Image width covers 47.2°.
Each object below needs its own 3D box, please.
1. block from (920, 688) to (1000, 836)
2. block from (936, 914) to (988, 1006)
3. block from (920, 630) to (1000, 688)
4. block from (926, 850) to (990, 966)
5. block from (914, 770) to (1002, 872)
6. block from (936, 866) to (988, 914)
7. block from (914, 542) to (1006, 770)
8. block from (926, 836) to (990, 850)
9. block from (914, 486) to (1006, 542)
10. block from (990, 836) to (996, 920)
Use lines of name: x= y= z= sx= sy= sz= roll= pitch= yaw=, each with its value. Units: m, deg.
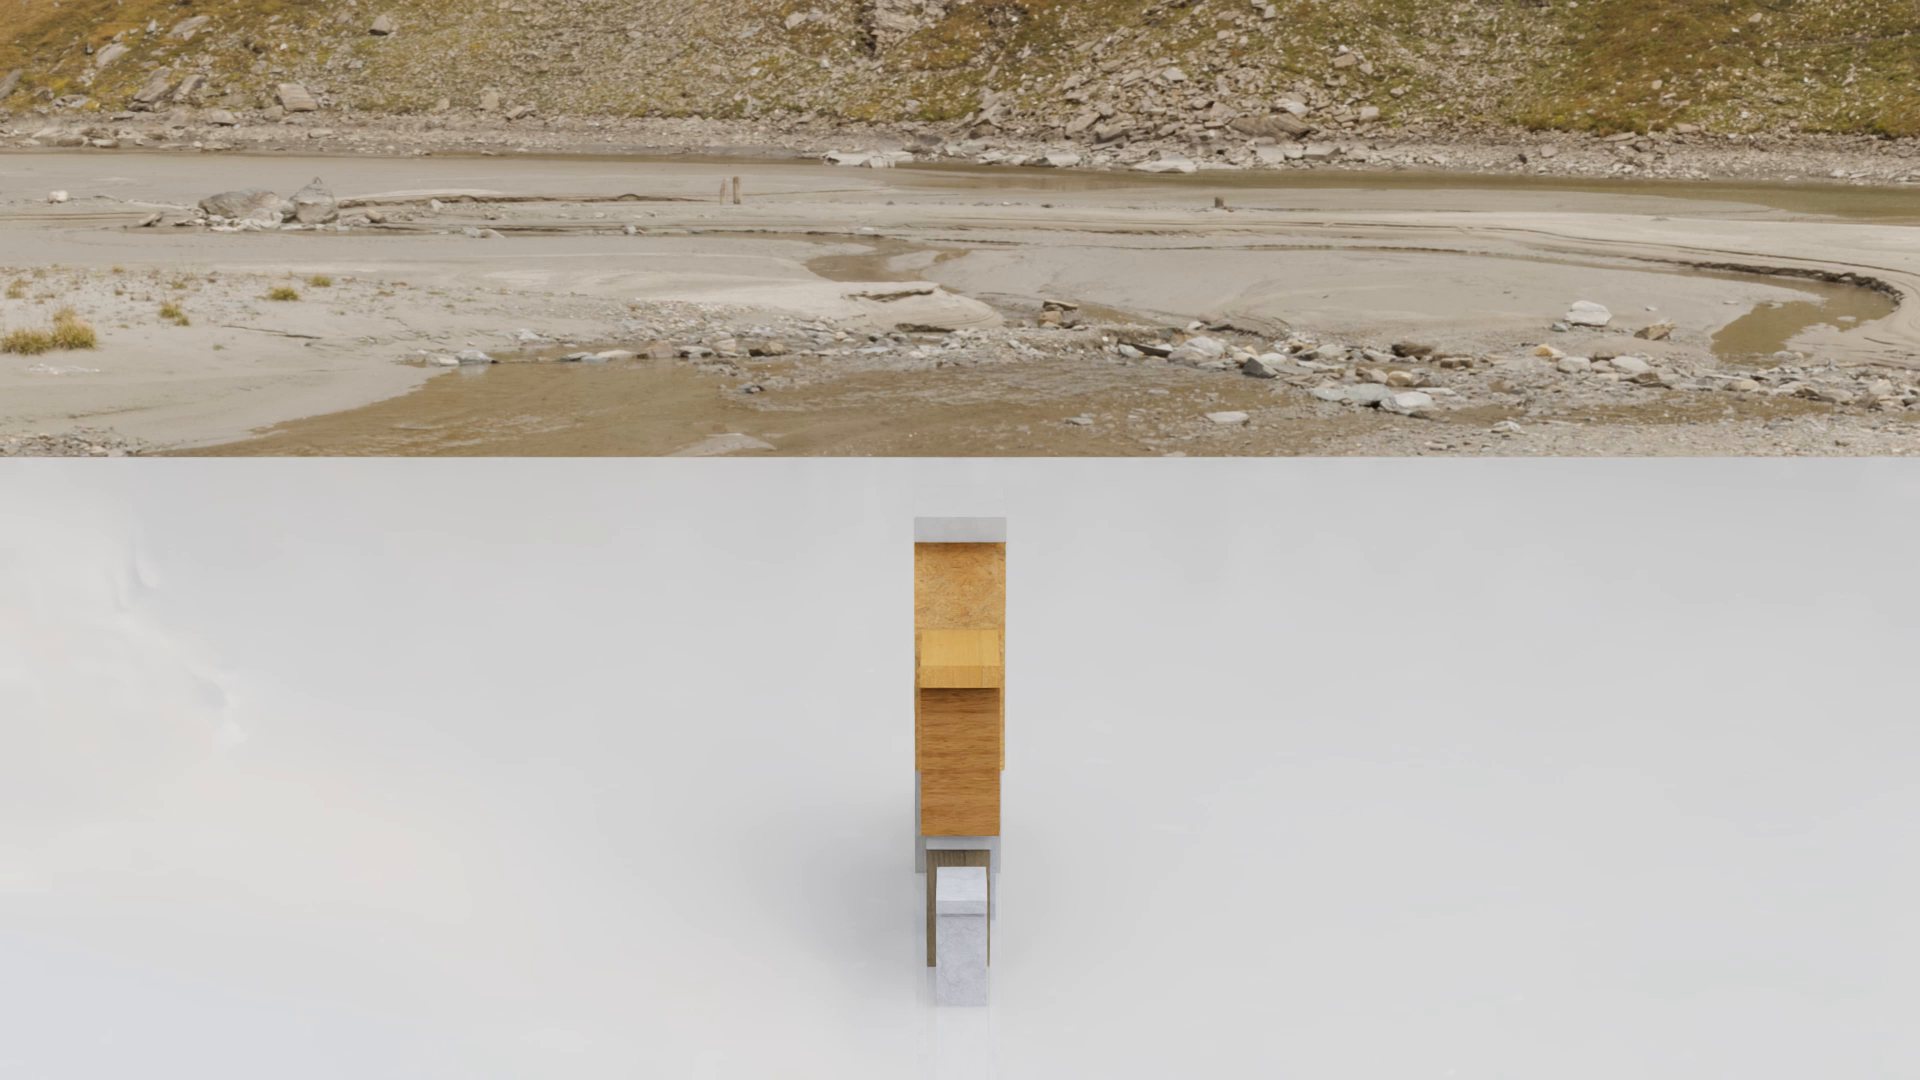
block: x=0.000 y=0.323 z=3.265 sx=0.117 sy=0.233 sz=0.033 roll=0 pitch=11 yaw=0
block: x=0.002 y=0.604 z=3.192 sx=0.073 sy=0.147 sz=0.021 roll=0 pitch=11 yaw=0
block: x=0.000 y=0.178 z=3.317 sx=0.117 sy=0.033 sz=0.233 roll=0 pitch=11 yaw=0
block: x=-0.003 y=0.552 z=3.344 sx=0.096 sy=0.193 sz=0.027 roll=0 pitch=11 yaw=0
block: x=-0.003 y=0.422 z=3.765 sx=0.148 sy=0.295 sz=0.042 roll=0 pitch=11 yaw=0
block: x=0.002 y=0.513 z=3.224 sx=0.073 sy=0.021 sz=0.147 roll=0 pitch=11 yaw=0
block: x=0.000 y=0.179 z=3.490 sx=0.144 sy=0.375 sz=0.041 roll=0 pitch=11 yaw=0
block: x=-0.003 y=0.433 z=3.387 sx=0.096 sy=0.027 sz=0.193 roll=0 pitch=11 yaw=0
block: x=0.000 y=-0.043 z=3.546 sx=0.144 sy=0.041 sz=0.287 roll=0 pitch=11 yaw=0
block: x=0.003 y=0.503 z=3.540 sx=0.109 sy=0.218 sz=0.031 roll=0 pitch=11 yaw=0
